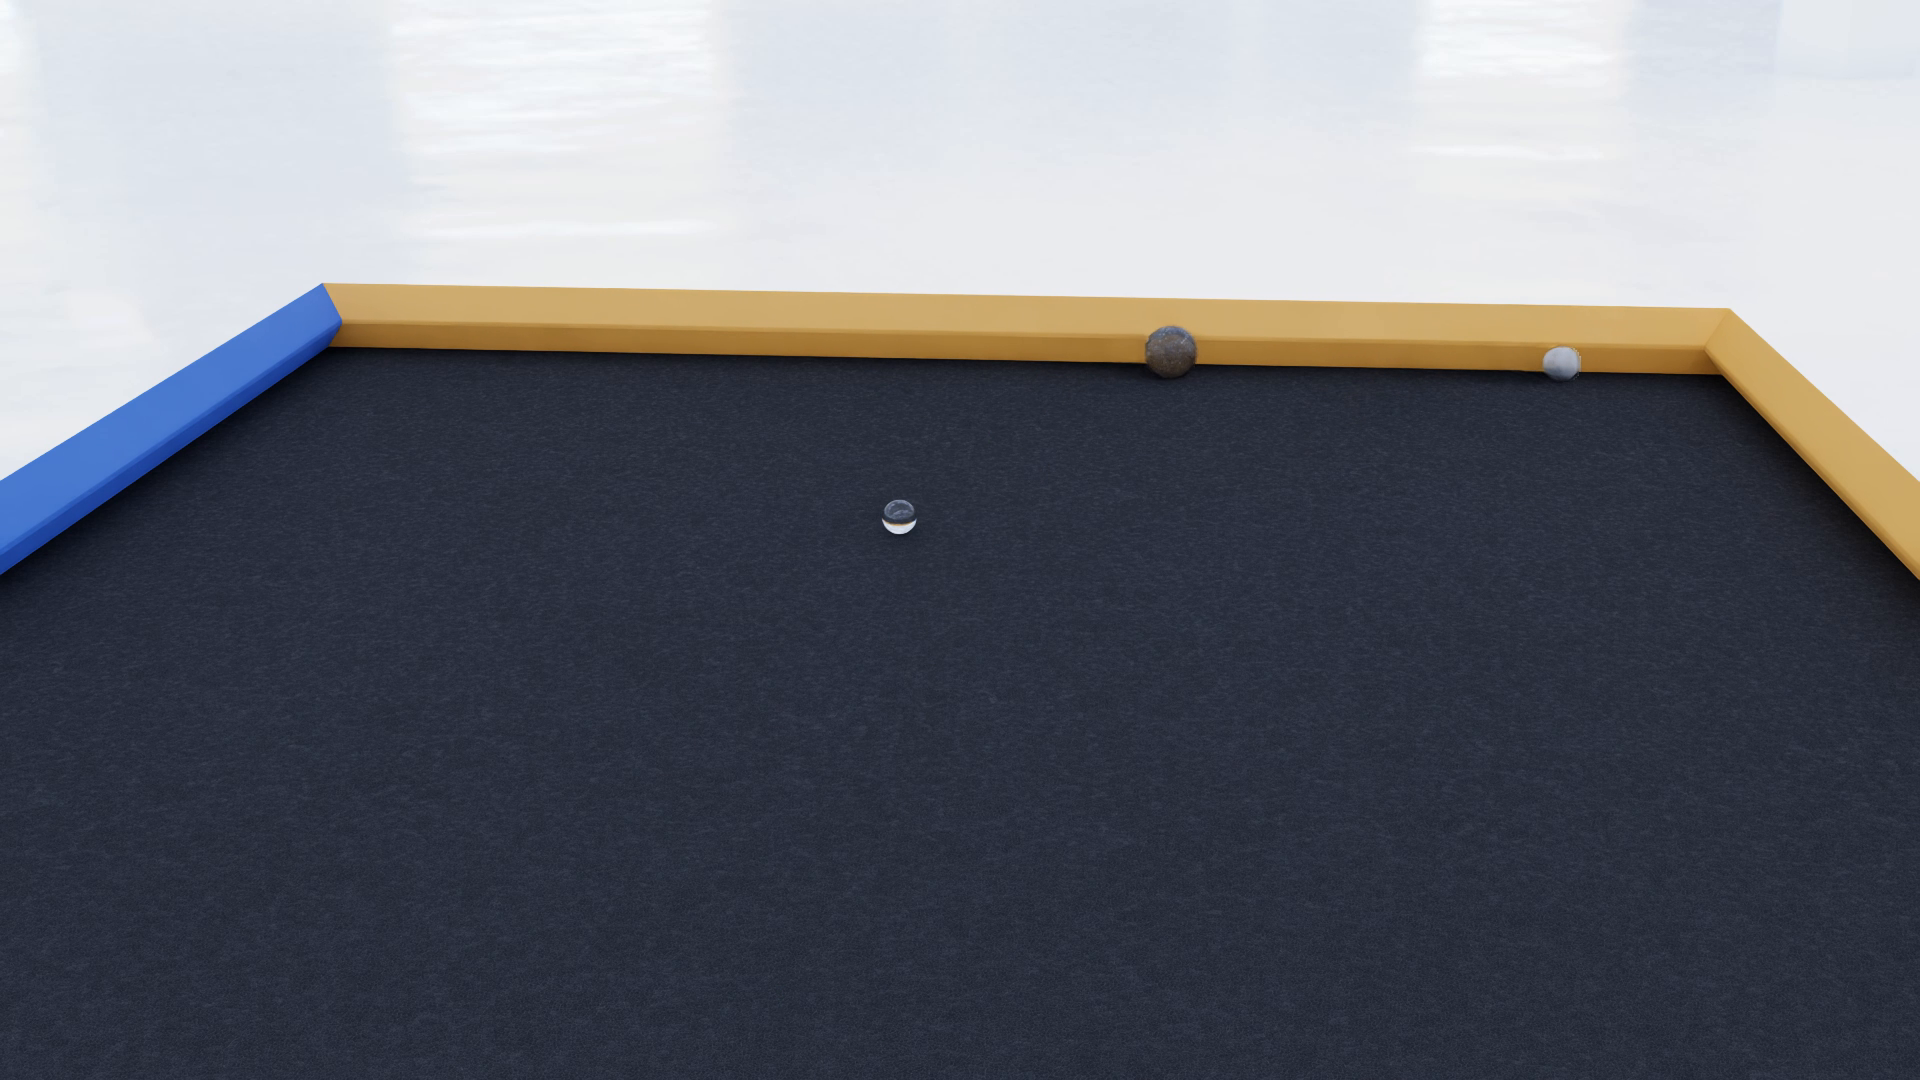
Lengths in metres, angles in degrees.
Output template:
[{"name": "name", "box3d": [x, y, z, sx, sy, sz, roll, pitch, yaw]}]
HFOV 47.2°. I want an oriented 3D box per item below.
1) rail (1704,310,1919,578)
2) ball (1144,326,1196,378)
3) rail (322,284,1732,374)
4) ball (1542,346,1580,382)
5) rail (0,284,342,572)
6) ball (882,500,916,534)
[{"name": "rail", "box3d": [1.035, 0.330, 1.630, 0.045, 0.107, 3.952, 2, 19, 4]}, {"name": "ball", "box3d": [0.333, -0.298, 3.478, 0.082, 0.082, 0.082, 0, 19, 0]}, {"name": "rail", "box3d": [0.077, -0.338, 3.553, 2.282, 0.107, 0.045, 2, 19, 4]}, {"name": "ball", "box3d": [0.945, -0.277, 3.459, 0.055, 0.055, 0.055, 0, 19, 0]}, {"name": "rail", "box3d": [-1.193, 0.271, 1.800, 0.045, 0.107, 3.952, 2, 19, 4]}, {"name": "ball", "box3d": [-0.076, -0.029, 2.762, 0.044, 0.044, 0.044, 0, 19, 0]}]
